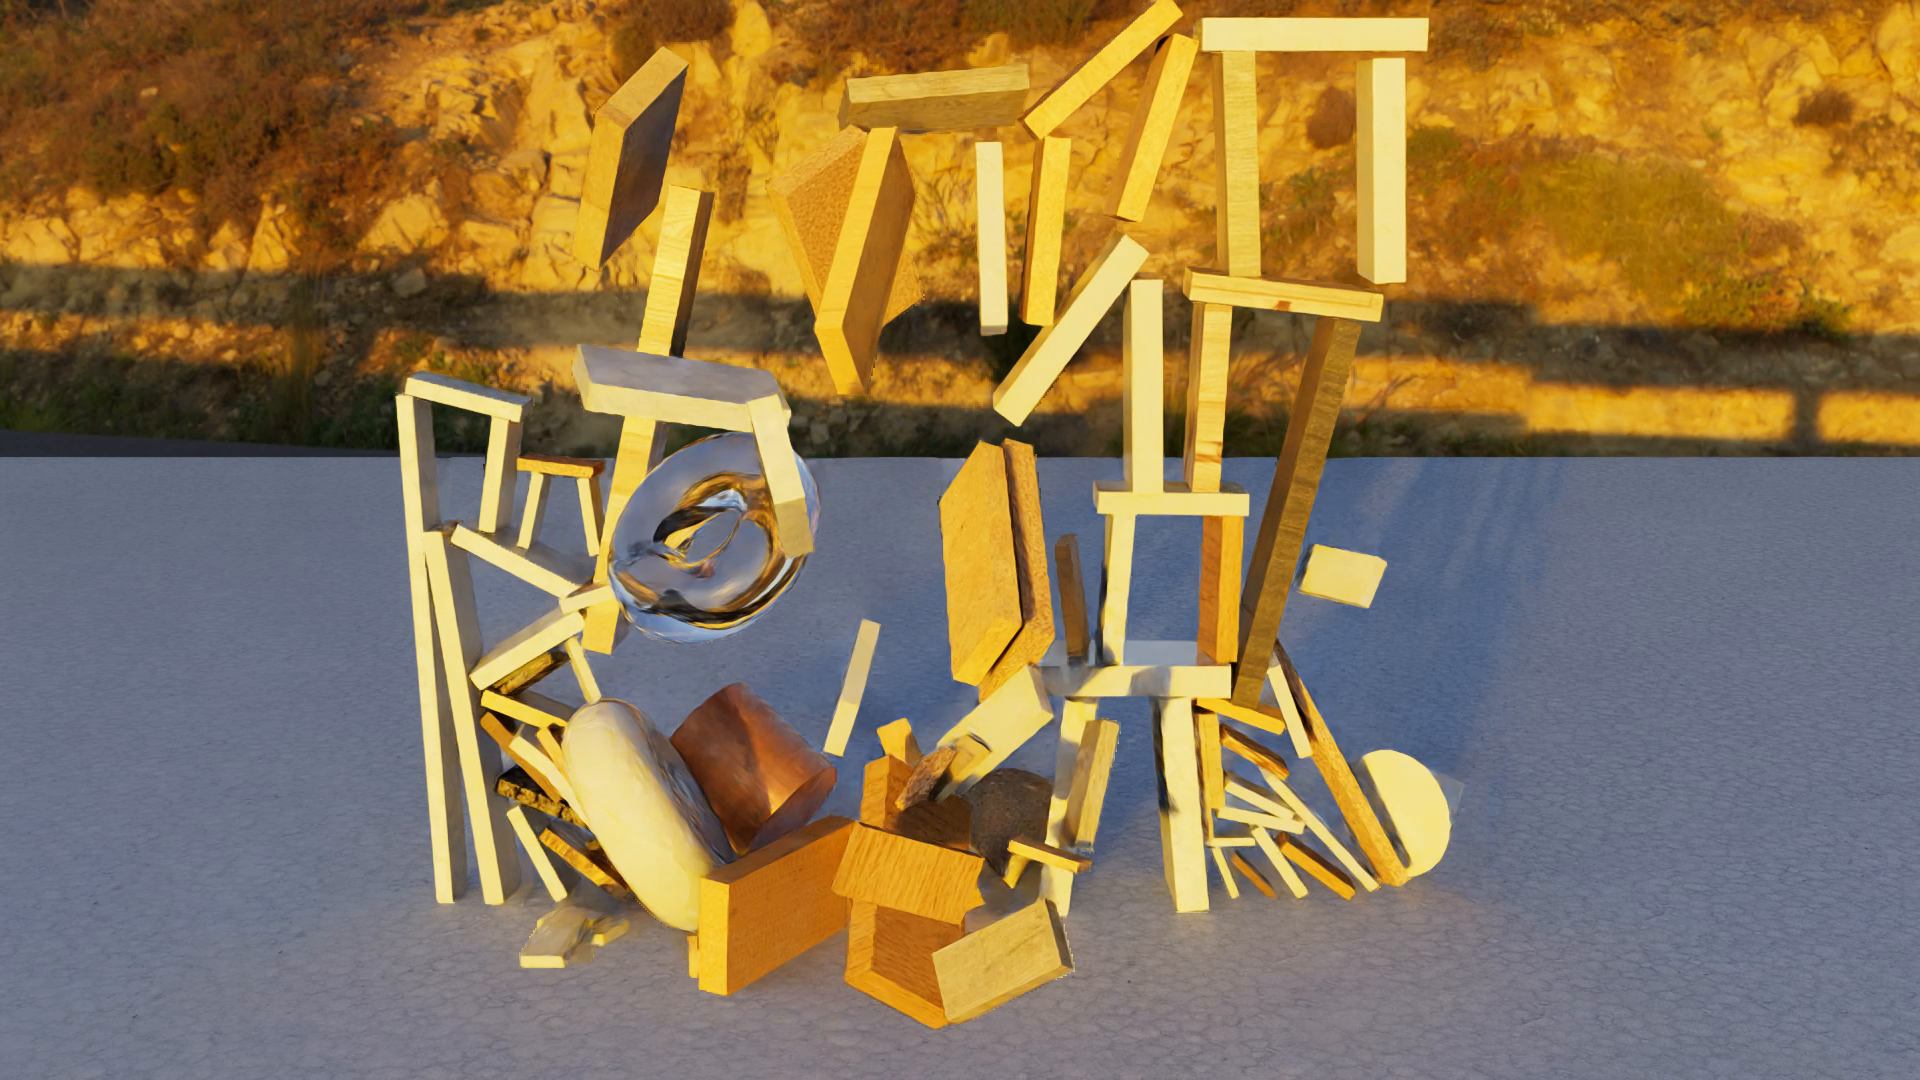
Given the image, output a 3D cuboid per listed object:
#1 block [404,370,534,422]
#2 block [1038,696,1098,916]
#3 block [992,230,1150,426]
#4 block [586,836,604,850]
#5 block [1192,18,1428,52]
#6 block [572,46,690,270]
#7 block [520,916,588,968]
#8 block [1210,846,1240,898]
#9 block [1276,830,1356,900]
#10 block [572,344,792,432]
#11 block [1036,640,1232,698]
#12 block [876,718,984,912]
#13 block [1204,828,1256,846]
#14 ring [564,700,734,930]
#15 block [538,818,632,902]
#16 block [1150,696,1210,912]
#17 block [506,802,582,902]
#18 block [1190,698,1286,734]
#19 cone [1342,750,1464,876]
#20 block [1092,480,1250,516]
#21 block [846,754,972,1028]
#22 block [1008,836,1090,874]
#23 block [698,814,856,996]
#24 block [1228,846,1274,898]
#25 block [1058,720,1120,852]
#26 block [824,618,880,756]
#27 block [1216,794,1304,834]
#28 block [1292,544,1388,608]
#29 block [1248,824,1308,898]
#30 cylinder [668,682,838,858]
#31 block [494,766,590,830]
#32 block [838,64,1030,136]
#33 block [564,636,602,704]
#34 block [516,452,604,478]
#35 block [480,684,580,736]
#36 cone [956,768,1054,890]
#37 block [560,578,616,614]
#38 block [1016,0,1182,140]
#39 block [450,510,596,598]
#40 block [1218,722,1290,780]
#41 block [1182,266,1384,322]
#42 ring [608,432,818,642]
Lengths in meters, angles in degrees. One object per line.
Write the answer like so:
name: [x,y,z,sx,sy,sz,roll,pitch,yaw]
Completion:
block: [-0.784,-0.231,3.518,0.184,0.026,0.092,14,12,-3]
block: [0.178,0.417,3.615,0.051,0.357,0.179,8,11,4]
block: [0.173,-0.339,3.487,0.048,0.337,0.168,36,9,-7]
block: [-0.580,0.494,3.681,0.049,0.014,0.099,-12,7,21]
block: [0.539,-0.783,3.411,0.340,0.048,0.170,0,12,1]
block: [-0.505,-0.577,3.355,0.048,0.341,0.171,32,57,4]
block: [-0.626,0.620,3.400,0.066,0.019,0.131,-2,18,9]
block: [0.439,0.545,3.662,0.013,0.093,0.046,-23,10,3]
block: [0.592,0.540,3.664,0.142,0.020,0.071,36,10,-5]
block: [-0.384,-0.207,3.035,0.279,0.040,0.139,7,25,-21]
block: [0.252,0.209,3.594,0.357,0.051,0.179,1,10,-2]
block: [-0.044,0.440,3.474,0.049,0.348,0.174,-23,55,-3]
block: [0.442,0.494,3.652,0.093,0.013,0.046,-1,11,1]
ring: [-0.474,0.421,3.383,0.132,0.395,0.395,-32,13,-1]
block: [-0.615,0.529,3.659,0.170,0.024,0.085,38,11,0]
block: [0.360,0.413,3.636,0.051,0.357,0.179,-6,11,0]
block: [-0.692,0.509,3.659,0.024,0.170,0.085,-26,7,9]
block: [0.452,0.273,3.608,0.160,0.023,0.080,20,11,-1]
cone: [0.816,0.449,3.813,0.220,0.220,0.220,10,16,44]
block: [0.338,-0.068,3.545,0.239,0.034,0.120,1,11,-1]
block: [-0.068,0.494,3.112,0.049,0.348,0.174,-29,-50,34]
block: [0.124,0.436,3.047,0.104,0.015,0.052,16,4,22]
block: [-0.276,0.555,3.375,0.049,0.174,0.348,9,14,28]
block: [0.485,0.553,3.665,0.093,0.013,0.046,44,7,-8]
block: [0.185,0.351,3.155,0.026,0.184,0.092,14,-8,-10]
block: [-0.150,0.205,3.072,0.027,0.095,0.189,17,35,-3]
block: [0.495,0.453,3.645,0.142,0.020,0.071,12,11,-2]
block: [0.626,0.059,3.640,0.023,0.082,0.165,28,-8,-34]
block: [0.528,0.525,3.664,0.020,0.142,0.071,-34,9,7]
cylinder: [-0.352,0.385,3.625,0.213,0.213,0.213,41,25,16]
block: [-0.678,0.426,3.649,0.170,0.024,0.085,21,11,4]
block: [-0.043,-0.684,3.443,0.282,0.040,0.141,-7,-12,-11]
block: [-0.615,0.217,3.586,0.016,0.110,0.055,-21,-10,-20]
block: [-0.641,-0.120,3.532,0.125,0.018,0.063,7,12,7]
block: [-0.689,0.283,3.624,0.185,0.026,0.093,21,8,-1]
cone: [0.084,0.528,3.765,0.192,0.192,0.192,-1,37,-3]
block: [-0.533,0.074,3.371,0.147,0.021,0.073,-17,9,11]
block: [0.215,-0.735,3.423,0.287,0.041,0.144,-41,10,5]
block: [-0.704,0.027,3.561,0.219,0.031,0.109,27,14,0]
block: [0.480,0.346,3.595,0.122,0.017,0.061,30,13,-13]
block: [0.509,-0.391,3.488,0.298,0.042,0.149,7,11,0]
ring: [-0.364,-0.006,3.234,0.349,0.349,0.116,8,-27,37]
